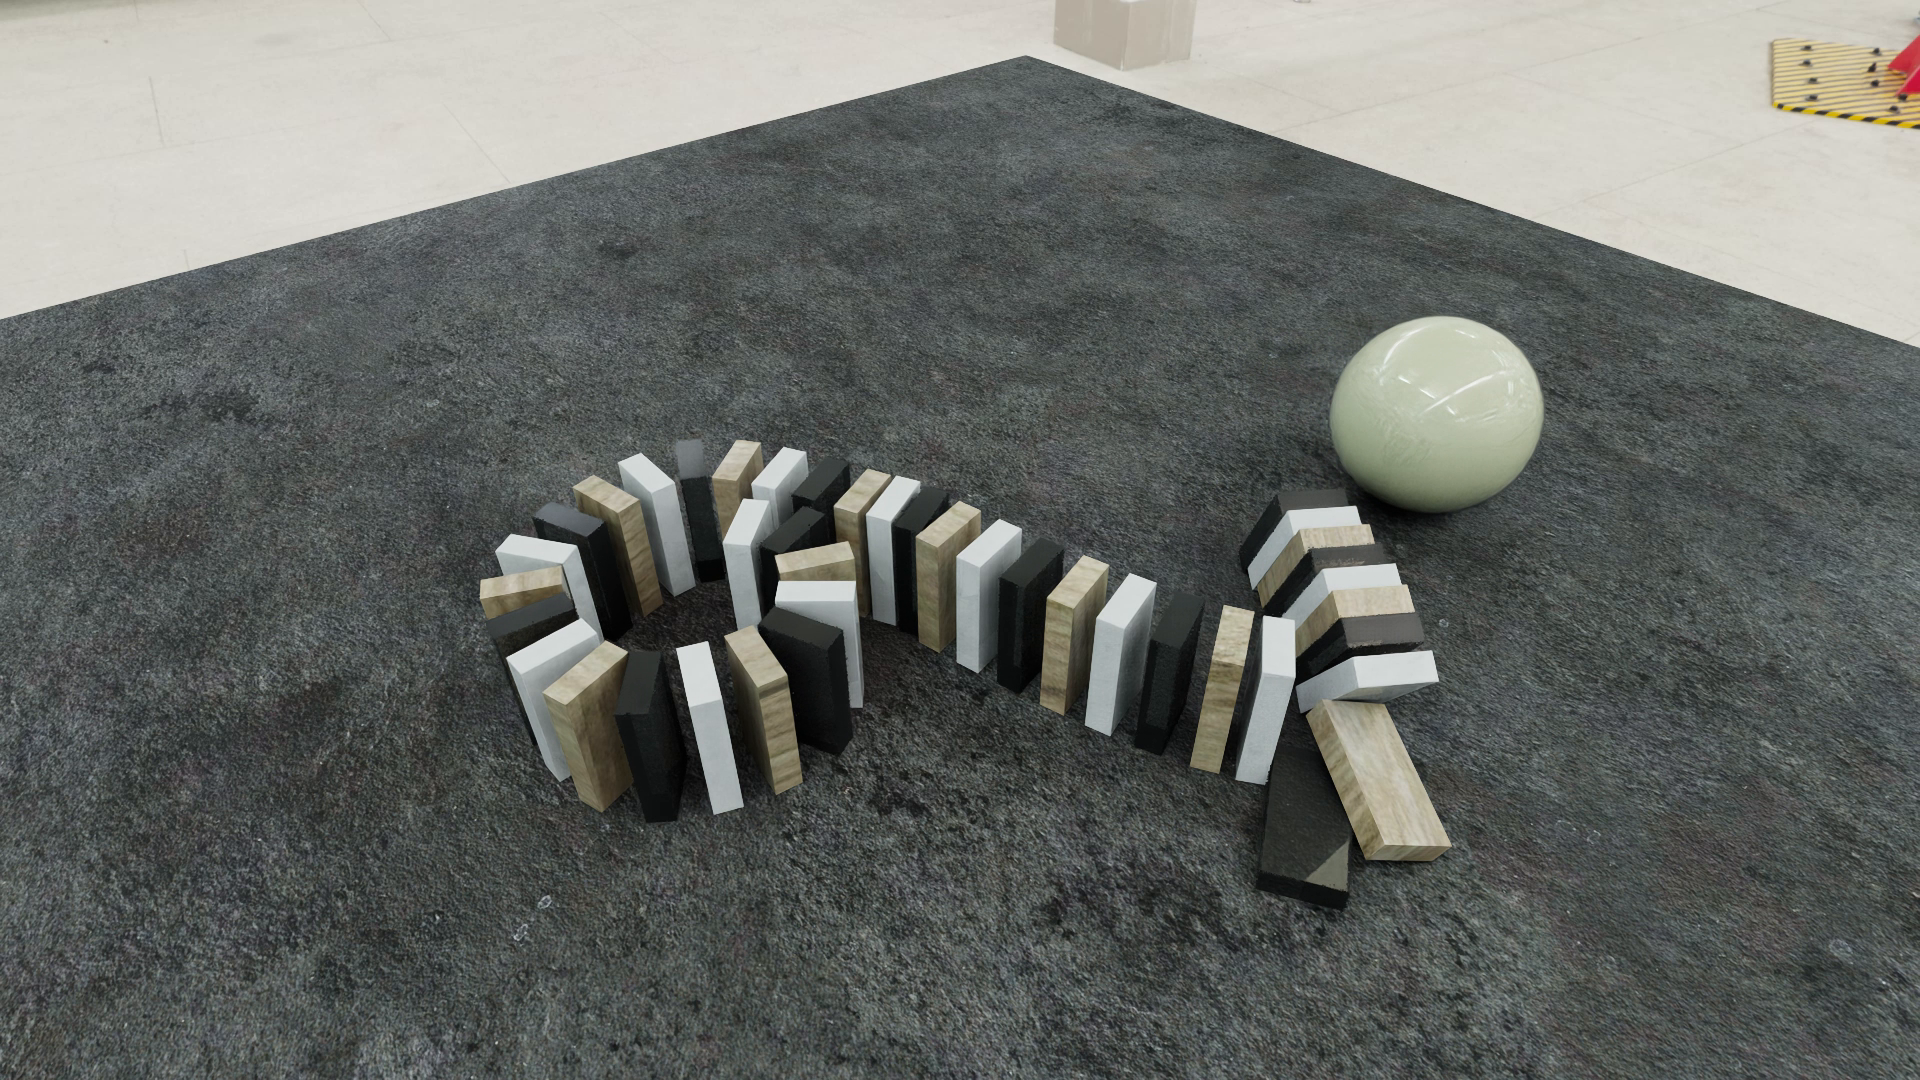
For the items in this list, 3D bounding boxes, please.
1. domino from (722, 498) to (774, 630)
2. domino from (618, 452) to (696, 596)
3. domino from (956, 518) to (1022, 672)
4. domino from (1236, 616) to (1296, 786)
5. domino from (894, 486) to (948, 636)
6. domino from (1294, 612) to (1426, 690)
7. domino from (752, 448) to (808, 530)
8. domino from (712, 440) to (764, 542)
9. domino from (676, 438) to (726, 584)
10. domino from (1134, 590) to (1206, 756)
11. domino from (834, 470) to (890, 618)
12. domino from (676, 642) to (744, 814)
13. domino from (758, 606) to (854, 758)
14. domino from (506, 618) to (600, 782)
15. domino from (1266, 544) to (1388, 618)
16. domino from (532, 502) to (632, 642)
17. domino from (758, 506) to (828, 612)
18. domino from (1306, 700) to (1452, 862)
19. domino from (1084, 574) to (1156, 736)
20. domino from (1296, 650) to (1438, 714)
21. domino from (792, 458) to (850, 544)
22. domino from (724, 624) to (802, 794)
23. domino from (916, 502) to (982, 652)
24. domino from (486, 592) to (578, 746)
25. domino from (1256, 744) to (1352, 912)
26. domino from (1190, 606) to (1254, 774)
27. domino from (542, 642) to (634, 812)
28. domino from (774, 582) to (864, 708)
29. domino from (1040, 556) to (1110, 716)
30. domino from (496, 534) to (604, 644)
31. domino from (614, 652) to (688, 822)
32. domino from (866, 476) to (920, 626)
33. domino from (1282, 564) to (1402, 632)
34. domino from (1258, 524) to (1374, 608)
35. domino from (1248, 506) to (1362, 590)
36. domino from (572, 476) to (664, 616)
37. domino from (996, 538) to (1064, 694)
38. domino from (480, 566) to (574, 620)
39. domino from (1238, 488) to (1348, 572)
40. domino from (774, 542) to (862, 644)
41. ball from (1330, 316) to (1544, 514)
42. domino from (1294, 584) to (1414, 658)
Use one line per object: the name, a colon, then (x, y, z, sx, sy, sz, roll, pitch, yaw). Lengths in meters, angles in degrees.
domino: (-0.074, 0.013, 0.396, 0.010, 0.050, 0.025, 5, 40, 6)
domino: (-0.115, -0.005, 0.418, 0.010, 0.050, 0.025, -29, 47, -31)
domino: (0.010, 0.020, 0.387, 0.010, 0.050, 0.025, 25, 45, 27)
domino: (0.097, 0.051, 0.349, 0.010, 0.050, 0.025, 8, 40, 10)
domino: (-0.013, 0.008, 0.401, 0.009, 0.050, 0.025, 15, 42, 18)
domino: (0.131, 0.038, 0.366, 0.025, 0.050, 0.009, -4, 67, -5)
domino: (-0.066, -0.007, 0.420, 0.009, 0.050, 0.025, 13, 41, 16)
domino: (-0.083, -0.010, 0.424, 0.009, 0.050, 0.025, 8, 40, 10)
domino: (-0.100, -0.011, 0.425, 0.010, 0.050, 0.025, -10, 40, -12)
domino: (0.068, 0.044, 0.358, 0.009, 0.050, 0.025, 18, 43, 21)
domino: (-0.035, 0.002, 0.410, 0.010, 0.050, 0.025, 17, 42, 19)
domino: (-0.077, 0.059, 0.340, 0.009, 0.050, 0.025, -13, 41, -15)
domino: (-0.049, 0.046, 0.355, 0.025, 0.050, 0.010, 17, 42, 19)
domino: (-0.124, 0.051, 0.349, 0.025, 0.050, 0.009, -31, 49, -32)
domino: (0.129, 0.017, 0.391, 0.025, 0.050, 0.010, -4, 65, -5)
domino: (-0.136, 0.012, 0.397, 0.025, 0.050, 0.010, 18, 43, 21)
domino: (-0.057, 0.016, 0.392, 0.009, 0.050, 0.025, 20, 44, 23)
domino: (0.129, 0.074, 0.341, 0.025, 0.009, 0.050, 7, 46, -21)
domino: (0.053, 0.038, 0.365, 0.010, 0.050, 0.025, 21, 44, 24)
domino: (0.131, 0.047, 0.357, 0.025, 0.050, 0.009, -4, 73, -5)
domino: (-0.051, -0.003, 0.415, 0.009, 0.050, 0.025, 16, 42, 19)
domino: (-0.061, 0.054, 0.346, 0.009, 0.050, 0.025, -22, 44, -24)
domino: (-0.004, 0.014, 0.395, 0.009, 0.050, 0.025, 25, 46, 28)
domino: (-0.134, 0.043, 0.359, 0.025, 0.050, 0.010, -22, 44, -25)
domino: (0.107, 0.087, 0.338, 0.025, 0.009, 0.050, 11, 41, 13)
domino: (0.084, 0.048, 0.352, 0.009, 0.050, 0.025, 12, 41, 14)
domino: (-0.110, 0.058, 0.340, 0.010, 0.050, 0.025, 21, 44, 24)
domino: (-0.046, 0.036, 0.368, 0.025, 0.050, 0.010, 0, 39, 0)
domino: (0.038, 0.033, 0.372, 0.009, 0.050, 0.025, 22, 44, 25)
domino: (-0.142, 0.022, 0.384, 0.025, 0.050, 0.010, 9, 40, 11)
domino: (-0.094, 0.061, 0.337, 0.009, 0.050, 0.025, -2, 39, -2)
domino: (-0.024, 0.004, 0.406, 0.009, 0.050, 0.025, 15, 42, 17)
domino: (0.131, 0.024, 0.383, 0.025, 0.050, 0.010, -4, 65, -5)
domino: (0.128, 0.010, 0.399, 0.025, 0.050, 0.009, -4, 65, -5)
domino: (0.127, 0.004, 0.407, 0.025, 0.050, 0.009, -4, 65, -5)
domino: (-0.126, 0.003, 0.408, 0.025, 0.050, 0.009, 25, 46, 28)
domino: (0.024, 0.027, 0.379, 0.009, 0.050, 0.025, 24, 45, 26)
domino: (-0.142, 0.033, 0.371, 0.025, 0.050, 0.009, -11, 41, -13)
domino: (0.125, -0.003, 0.415, 0.025, 0.050, 0.009, -4, 65, -5)
domino: (-0.048, 0.025, 0.381, 0.025, 0.050, 0.009, -11, 41, -13)
ball: (0.193, -0.051, 0.450, 0.080, 0.080, 0.080, 0, 39, 0)
domino: (0.131, 0.030, 0.375, 0.025, 0.050, 0.009, -4, 65, -5)
